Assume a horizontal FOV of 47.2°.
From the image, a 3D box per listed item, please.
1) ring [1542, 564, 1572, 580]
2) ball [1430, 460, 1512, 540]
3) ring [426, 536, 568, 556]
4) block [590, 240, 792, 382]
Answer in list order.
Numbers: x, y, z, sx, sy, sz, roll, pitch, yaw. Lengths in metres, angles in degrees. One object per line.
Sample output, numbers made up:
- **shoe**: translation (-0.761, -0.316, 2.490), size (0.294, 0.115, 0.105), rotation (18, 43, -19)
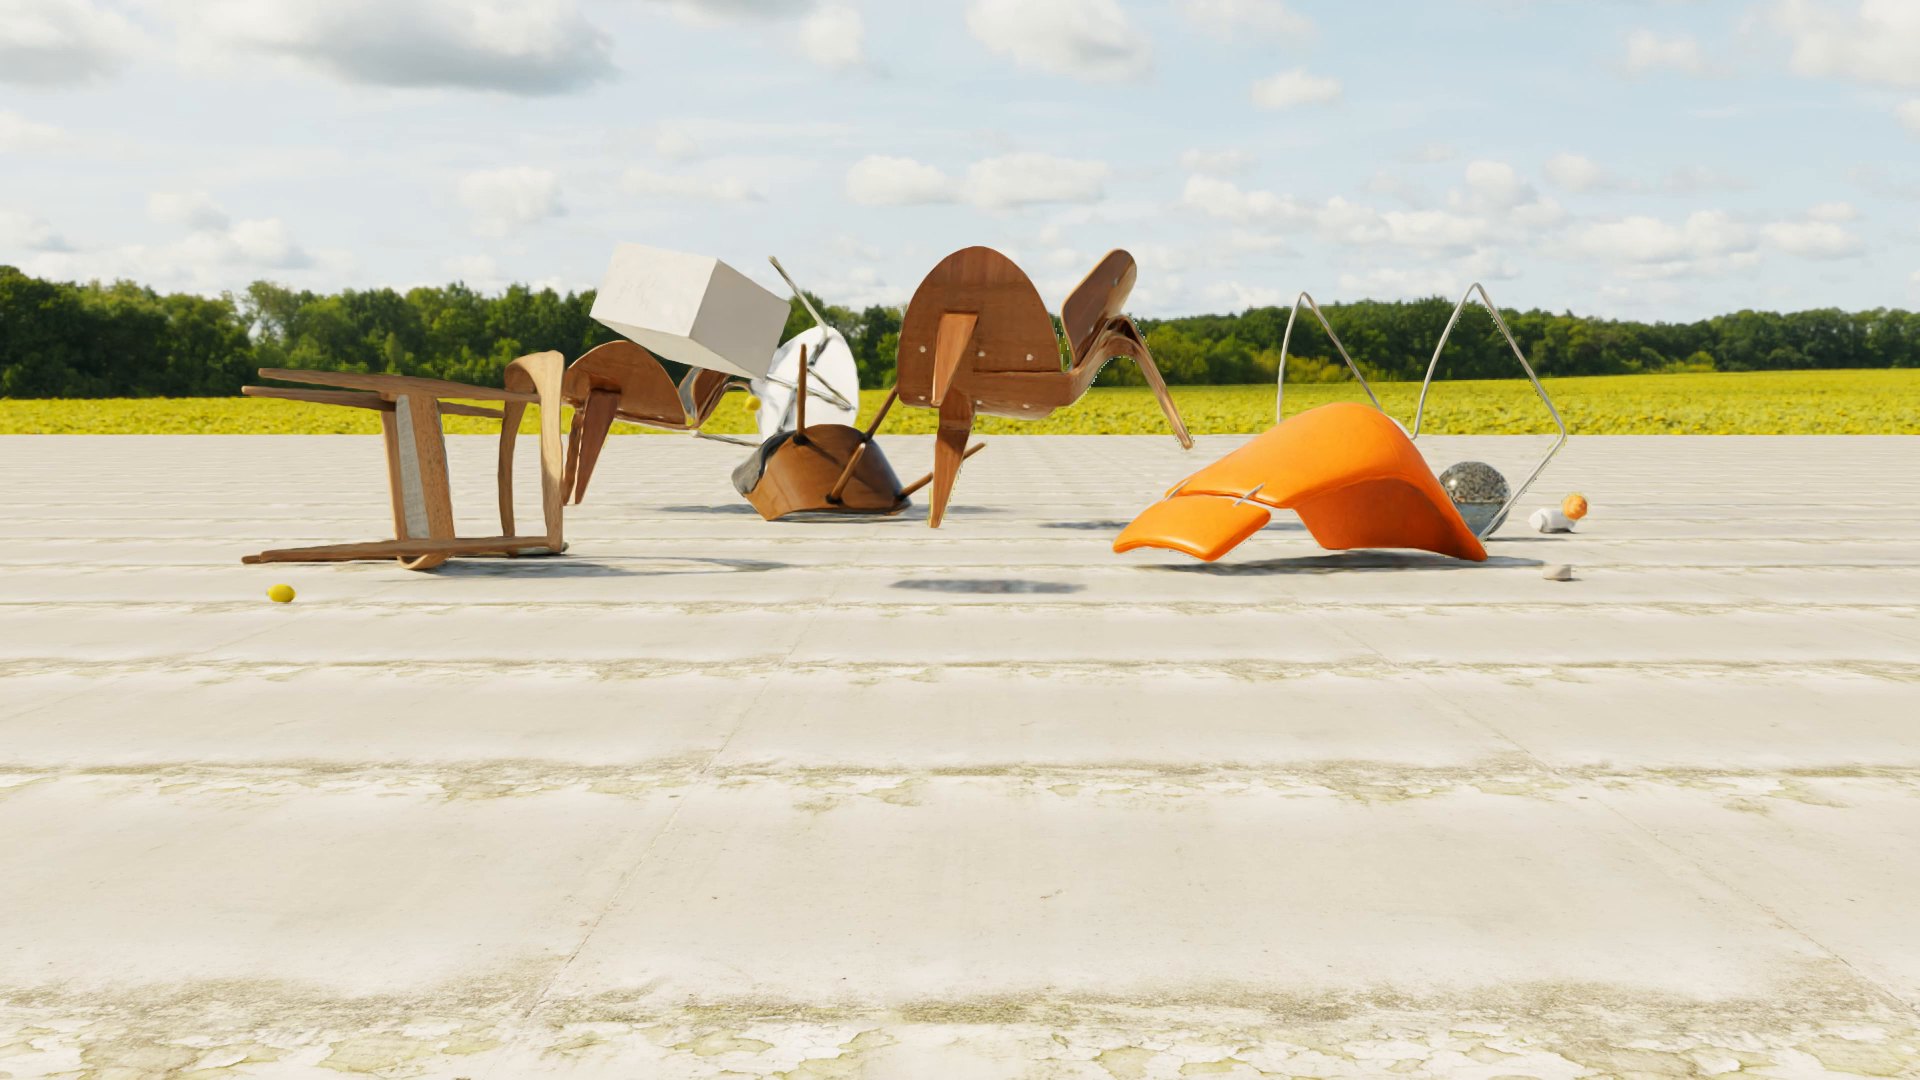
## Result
- **ring**: translation (1.409, 0.077, 5.189), size (0.067, 0.032, 0.111), rotation (-1, 3, 14)
- **ball**: translation (1.526, -0.119, 6.562), size (0.236, 0.236, 0.236), rotation (0, 4, 0)
- **ring**: translation (-1.249, 0.018, 5.935), size (0.387, 0.048, 0.168), rotation (-1, 3, -3)
- **block**: translation (-0.607, -0.518, 4.971), size (0.315, 0.185, 0.275), rotation (15, -8, 36)
